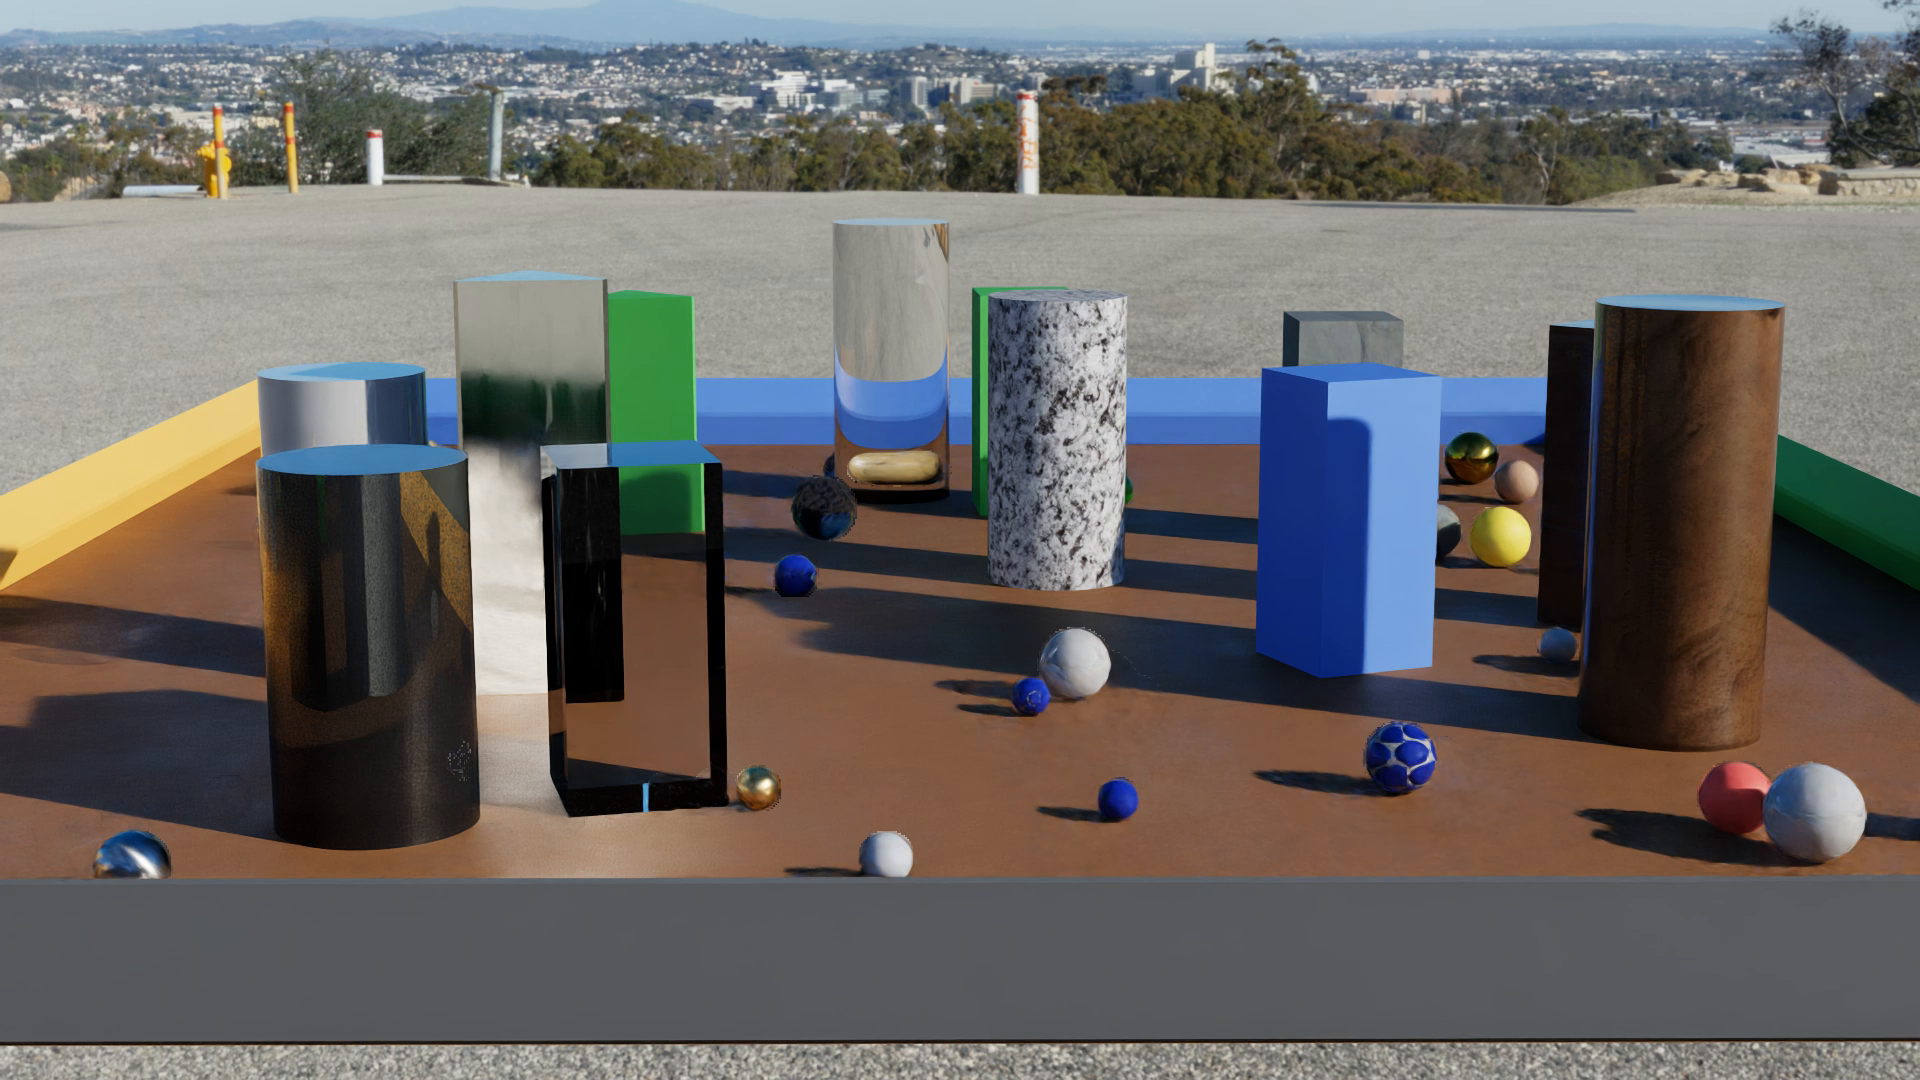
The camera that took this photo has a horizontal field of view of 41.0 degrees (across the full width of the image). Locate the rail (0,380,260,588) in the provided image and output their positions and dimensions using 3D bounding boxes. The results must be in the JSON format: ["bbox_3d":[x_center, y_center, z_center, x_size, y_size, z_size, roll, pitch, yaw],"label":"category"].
[{"bbox_3d":[-1.325,0.034,3.441,0.045,0.128,3.107,0,10,0],"label":"rail"}]

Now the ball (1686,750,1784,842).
[{"bbox_3d":[0.744,0.247,2.458,0.092,0.092,0.092,0,10,0],"label":"ball"}]

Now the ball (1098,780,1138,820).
[{"bbox_3d":[0.154,0.254,2.504,0.040,0.040,0.040,0,10,0],"label":"ball"}]

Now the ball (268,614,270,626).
[{"bbox_3d":[-0.842,0.102,3.251,0.067,0.067,0.067,0,10,0],"label":"ball"}]

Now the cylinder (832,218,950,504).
[{"bbox_3d":[-0.116,-0.307,4.362,0.197,0.466,0.197,0,10,0],"label":"cylinder"}]

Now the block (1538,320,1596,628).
[{"bbox_3d":[0.878,-0.086,3.371,0.158,0.393,0.158,10,15,44],"label":"block"}]

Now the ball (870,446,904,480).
[{"bbox_3d":[-0.129,-0.138,4.564,0.060,0.060,0.060,0,10,0],"label":"ball"}]

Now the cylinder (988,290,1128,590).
[{"bbox_3d":[0.138,-0.146,3.660,0.197,0.406,0.197,0,10,0],"label":"cylinder"}]

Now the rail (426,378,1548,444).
[{"bbox_3d":[-0.009,-0.246,4.953,2.698,0.128,0.045,0,10,0],"label":"rail"}]

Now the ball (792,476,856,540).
[{"bbox_3d":[-0.212,-0.049,3.979,0.099,0.099,0.099,0,10,0],"label":"ball"}]

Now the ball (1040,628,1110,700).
[{"bbox_3d":[0.134,0.144,2.978,0.082,0.082,0.082,0,10,0],"label":"ball"}]

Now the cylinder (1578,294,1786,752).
[{"bbox_3d":[0.786,-0.023,2.807,0.197,0.474,0.197,0,10,0],"label":"cylinder"}]

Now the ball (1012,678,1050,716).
[{"bbox_3d":[0.080,0.177,2.908,0.043,0.043,0.043,0,10,0],"label":"ball"}]

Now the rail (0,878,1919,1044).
[{"bbox_3d":[0.009,0.312,1.945,2.698,0.128,0.045,0,10,0],"label":"rail"}]

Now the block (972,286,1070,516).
[{"bbox_3d":[0.105,-0.232,4.246,0.158,0.360,0.158,-1,11,-4],"label":"block"}]

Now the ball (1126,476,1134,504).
[{"bbox_3d":[0.261,-0.083,4.274,0.058,0.058,0.058,0,10,0],"label":"ball"}]

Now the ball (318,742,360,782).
[{"bbox_3d":[-0.639,0.228,2.642,0.041,0.041,0.041,0,10,0],"label":"ball"}]

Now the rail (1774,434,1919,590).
[{"bbox_3d":[1.325,0.032,3.456,0.045,0.128,3.107,0,10,0],"label":"rail"}]

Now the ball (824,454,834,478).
[{"bbox_3d":[-0.210,-0.124,4.495,0.059,0.059,0.059,0,10,0],"label":"ball"}]

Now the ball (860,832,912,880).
[{"bbox_3d":[-0.066,0.287,2.305,0.048,0.048,0.048,0,10,0],"label":"ball"}]

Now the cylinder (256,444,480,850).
[{"bbox_3d":[-0.568,0.098,2.474,0.197,0.357,0.197,0,10,0],"label":"cylinder"}]

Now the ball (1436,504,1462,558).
[{"bbox_3d":[0.707,-0.014,3.833,0.082,0.082,0.082,0,10,0],"label":"ball"}]

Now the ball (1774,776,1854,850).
[{"bbox_3d":[0.789,0.252,2.370,0.069,0.069,0.069,0,10,0],"label":"ball"}]

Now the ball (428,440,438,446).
[{"bbox_3d":[-0.976,-0.158,4.690,0.053,0.053,0.053,0,10,0],"label":"ball"}]

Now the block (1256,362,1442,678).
[{"bbox_3d":[0.475,-0.028,3.155,0.158,0.358,0.158,-4,11,-23],"label":"block"}]

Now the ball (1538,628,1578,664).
[{"bbox_3d":[0.735,0.130,3.154,0.046,0.046,0.046,0,10,0],"label":"ball"}]

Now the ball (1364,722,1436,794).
[{"bbox_3d":[0.446,0.221,2.597,0.072,0.072,0.072,0,10,0],"label":"ball"}]

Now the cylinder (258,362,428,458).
[{"bbox_3d":[-0.743,-0.024,3.117,0.197,0.363,0.197,0,10,0],"label":"cylinder"}]

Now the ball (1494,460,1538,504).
[{"bbox_3d":[0.936,-0.099,4.317,0.073,0.073,0.073,0,10,0],"label":"ball"}]

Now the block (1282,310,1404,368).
[{"bbox_3d":[0.587,-0.173,3.969,0.158,0.347,0.158,0,10,-2],"label":"block"}]

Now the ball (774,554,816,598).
[{"bbox_3d":[-0.228,0.050,3.554,0.059,0.059,0.059,0,10,0],"label":"ball"}]

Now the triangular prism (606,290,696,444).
[{"bbox_3d":[-0.522,-0.213,4.132,0.171,0.366,0.148,-3,11,-14],"label":"triangular prism"}]

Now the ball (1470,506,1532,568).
[{"bbox_3d":[0.792,-0.004,3.763,0.089,0.089,0.089,0,10,0],"label":"ball"}]

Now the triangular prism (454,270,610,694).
[{"bbox_3d":[-0.503,-0.072,3.046,0.171,0.484,0.148,-2,11,-9],"label":"triangular prism"}]

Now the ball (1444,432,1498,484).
[{"bbox_3d":[0.899,-0.145,4.510,0.093,0.093,0.093,0,10,0],"label":"ball"}]

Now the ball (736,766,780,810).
[{"bbox_3d":[-0.200,0.246,2.539,0.043,0.043,0.043,0,10,0],"label":"ball"}]

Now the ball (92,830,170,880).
[{"bbox_3d":[-0.727,0.288,2.252,0.065,0.065,0.065,0,10,0],"label":"ball"}]

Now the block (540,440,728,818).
[{"bbox_3d":[-0.328,0.085,2.578,0.158,0.346,0.158,-3,11,-15],"label":"block"}]
